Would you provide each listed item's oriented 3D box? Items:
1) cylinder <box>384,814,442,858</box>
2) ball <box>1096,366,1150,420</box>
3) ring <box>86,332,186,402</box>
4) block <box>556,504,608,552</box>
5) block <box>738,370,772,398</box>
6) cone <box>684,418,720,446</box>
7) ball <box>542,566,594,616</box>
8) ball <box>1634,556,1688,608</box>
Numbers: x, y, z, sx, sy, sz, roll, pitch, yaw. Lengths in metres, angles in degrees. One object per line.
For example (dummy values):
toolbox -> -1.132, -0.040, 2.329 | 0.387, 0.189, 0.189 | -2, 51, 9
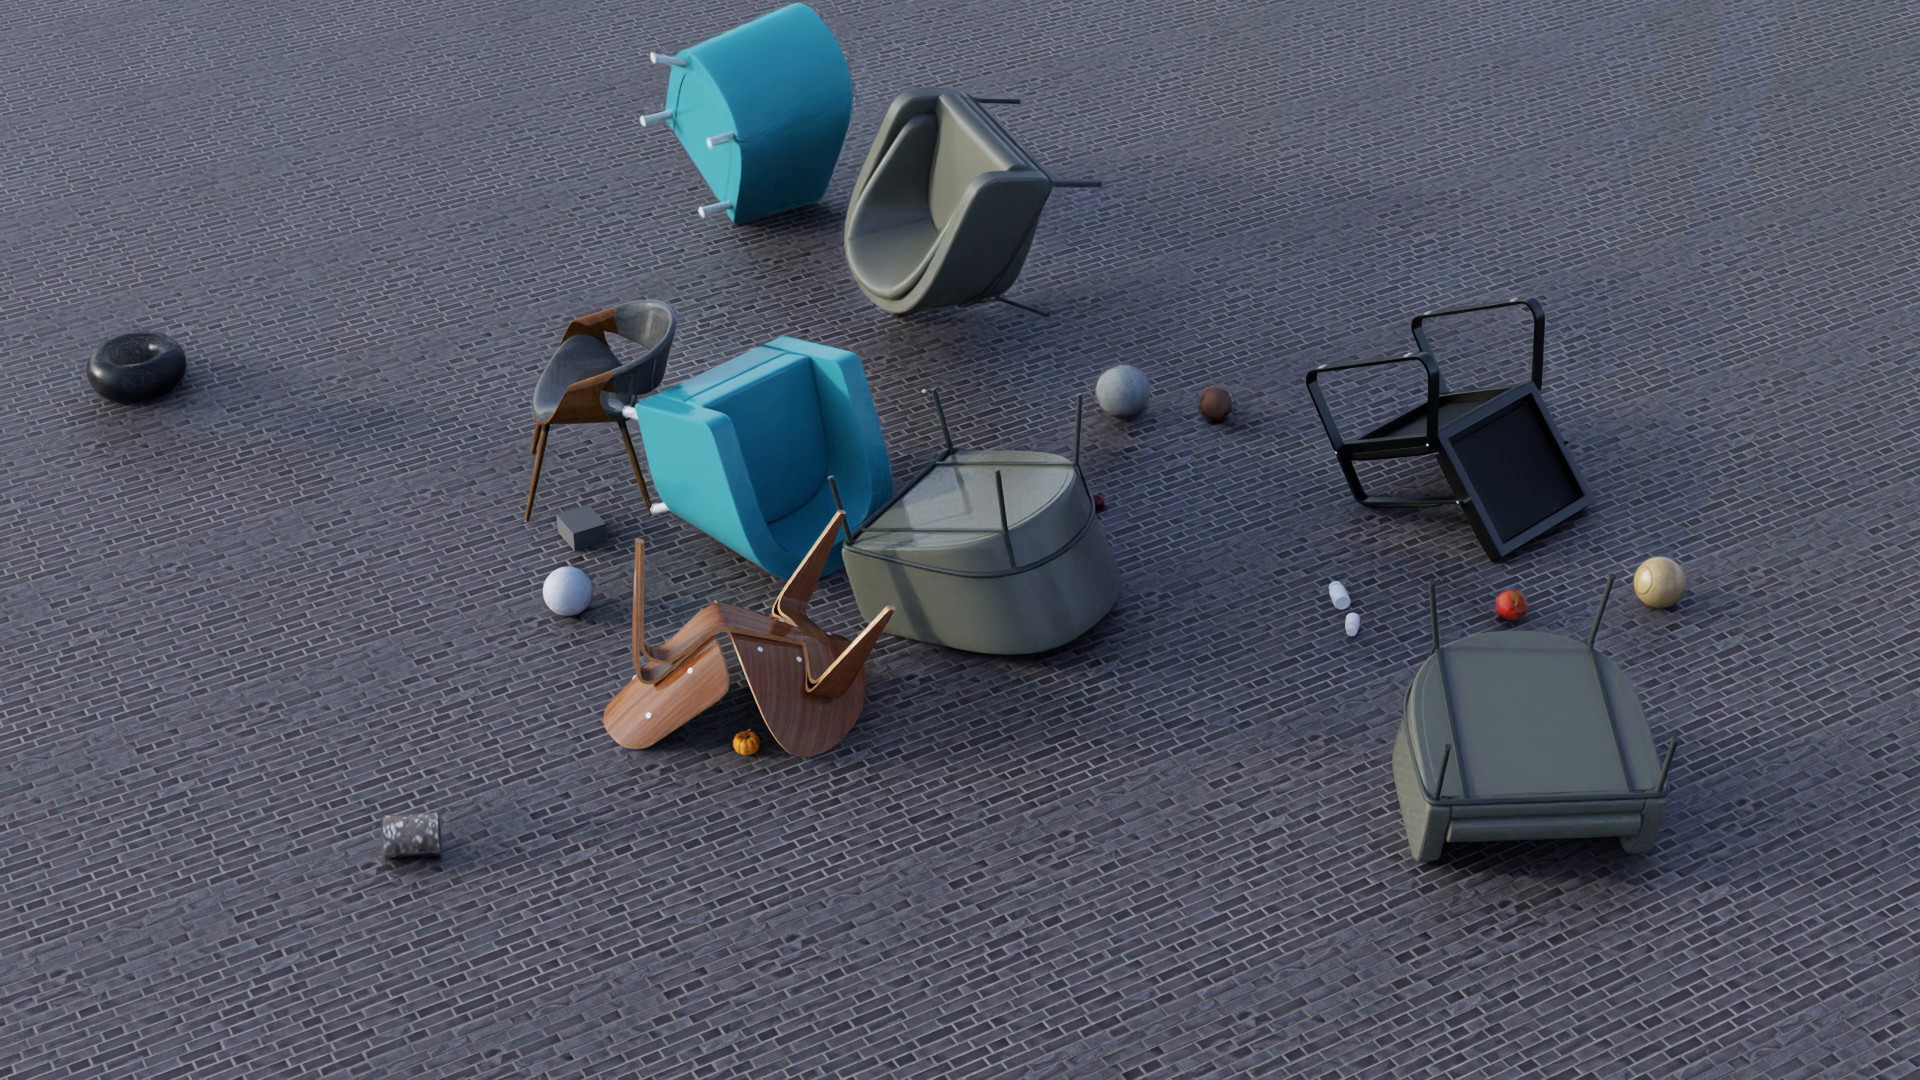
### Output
cylinder -> -1.755, 0.949, 9.400 | 0.172, 0.113, 0.134 | -4, 47, -6
ball -> 0.646, -0.586, 11.639 | 0.213, 0.213, 0.213 | 0, 33, 0
ring -> -3.332, -0.701, 11.862 | 0.387, 0.165, 0.402 | 21, 40, 27
block -> -1.412, -0.046, 10.942 | 0.131, 0.078, 0.154 | -18, 37, -25
block -> -0.828, -0.631, 11.845 | 0.115, 0.064, 0.079 | 20, 38, 28
cone -> -1.033, -0.408, 11.525 | 0.162, 0.094, 0.095 | 11, 61, 22
ball -> -1.404, 0.184, 10.503 | 0.179, 0.179, 0.179 | 0, 33, 0
ball -> 2.517, 0.152, 10.542 | 0.188, 0.188, 0.188 | 0, 33, 0
